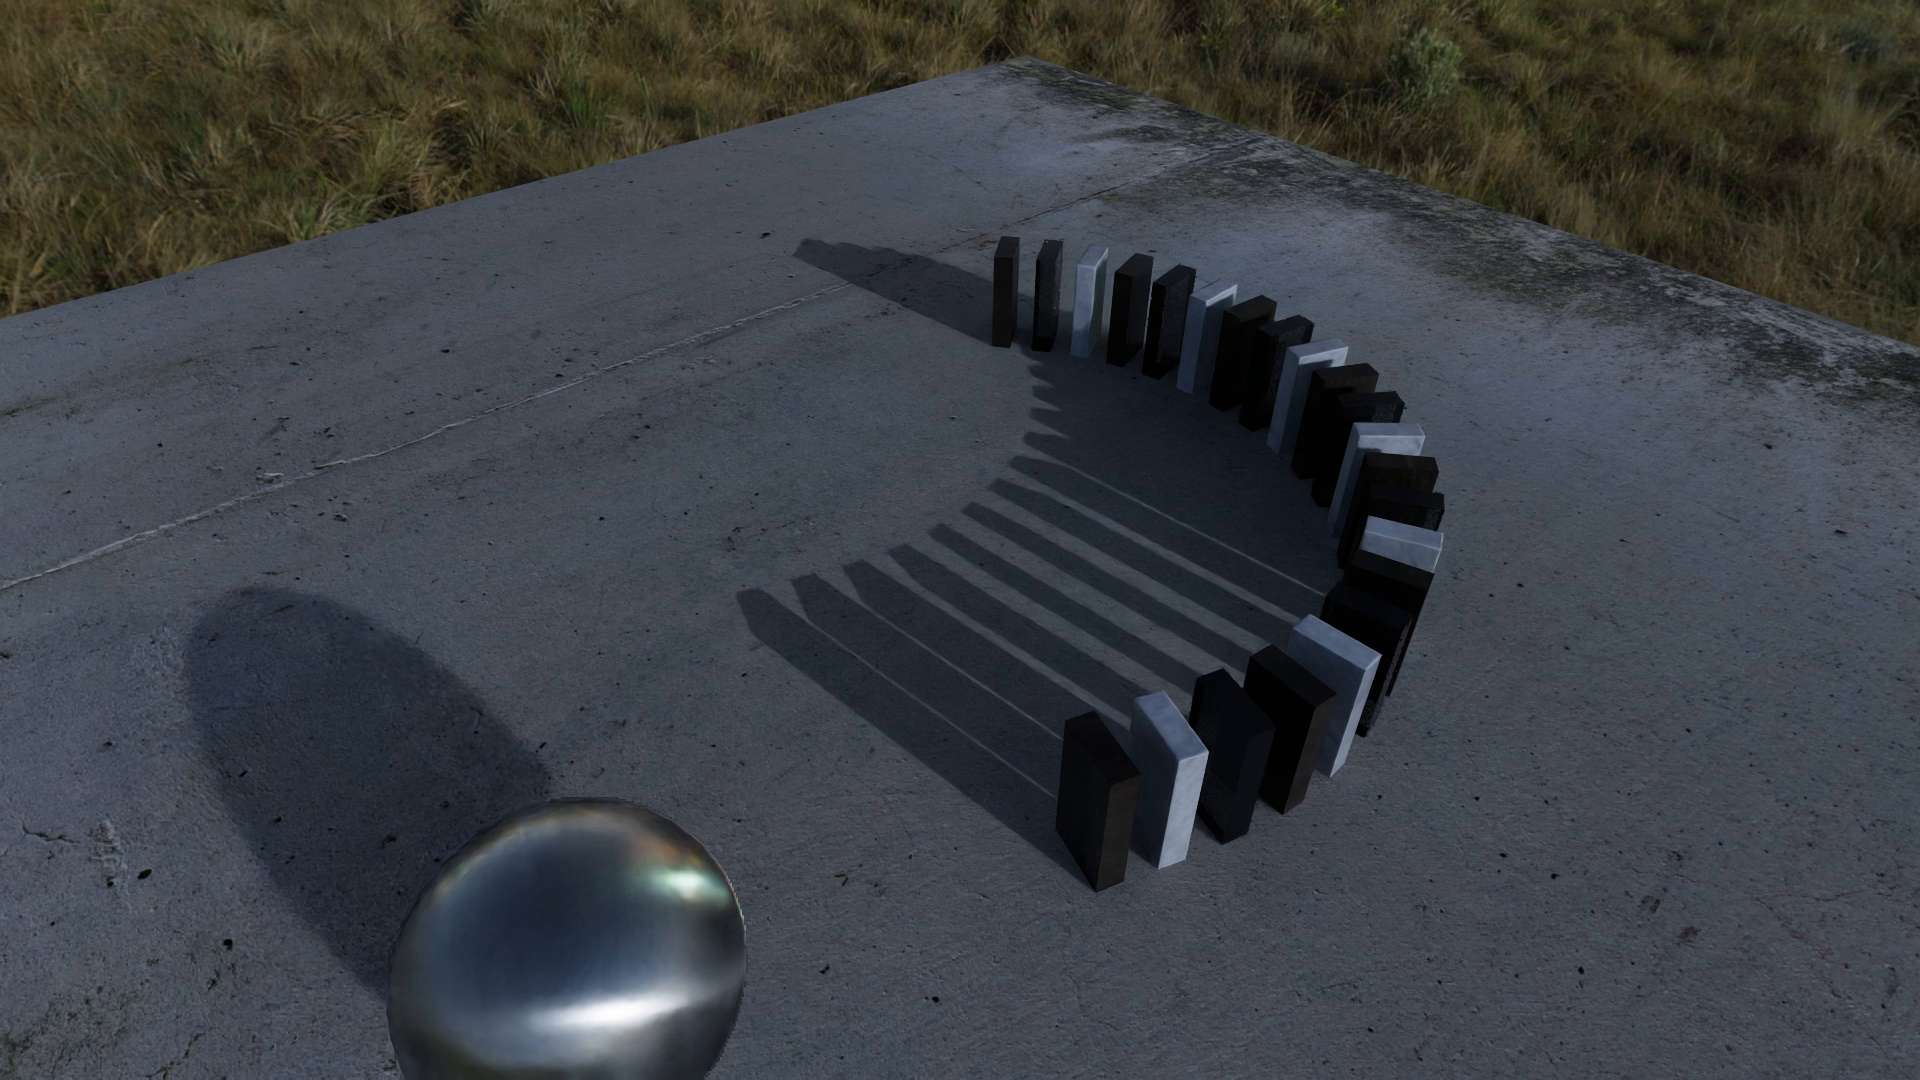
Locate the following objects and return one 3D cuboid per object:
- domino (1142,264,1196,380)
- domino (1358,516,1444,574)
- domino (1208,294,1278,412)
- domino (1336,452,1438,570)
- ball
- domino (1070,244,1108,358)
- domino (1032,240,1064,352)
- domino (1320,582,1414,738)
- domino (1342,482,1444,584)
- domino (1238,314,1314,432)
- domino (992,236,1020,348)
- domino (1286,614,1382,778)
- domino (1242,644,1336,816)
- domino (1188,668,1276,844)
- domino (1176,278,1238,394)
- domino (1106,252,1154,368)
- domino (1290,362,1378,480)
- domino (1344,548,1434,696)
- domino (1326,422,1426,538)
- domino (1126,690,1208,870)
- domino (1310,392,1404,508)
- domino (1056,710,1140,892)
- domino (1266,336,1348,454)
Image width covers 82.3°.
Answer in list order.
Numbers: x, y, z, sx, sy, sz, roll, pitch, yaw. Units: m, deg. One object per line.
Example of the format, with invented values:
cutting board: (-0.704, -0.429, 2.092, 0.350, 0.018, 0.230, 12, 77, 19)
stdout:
domino: (0.103, -0.107, 0.542, 0.009, 0.050, 0.025, 27, 46, 29)
domino: (0.152, 0.017, 0.391, 0.025, 0.050, 0.009, 15, 42, 18)
domino: (0.133, -0.088, 0.518, 0.025, 0.050, 0.009, -25, 45, -27)
domino: (0.164, -0.010, 0.423, 0.025, 0.050, 0.010, 6, 40, 7)
ball: (-0.092, 0.103, 0.263, 0.080, 0.080, 0.080, 0, 39, 0)
domino: (0.066, -0.121, 0.559, 0.010, 0.050, 0.025, 13, 41, 16)
domino: (0.045, -0.125, 0.564, 0.009, 0.050, 0.025, 8, 40, 10)
domino: (0.129, 0.040, 0.363, 0.025, 0.050, 0.009, 27, 46, 29)
domino: (0.159, 0.004, 0.407, 0.025, 0.050, 0.009, 10, 40, 13)
domino: (0.145, -0.076, 0.504, 0.025, 0.050, 0.010, -19, 43, -22)
domino: (0.024, -0.128, 0.567, 0.009, 0.050, 0.025, 7, 40, 8)
domino: (0.115, 0.050, 0.350, 0.010, 0.050, 0.025, -31, 49, -32)
domino: (0.098, 0.059, 0.339, 0.009, 0.050, 0.025, -24, 45, -26)
domino: (0.079, 0.066, 0.331, 0.010, 0.050, 0.025, -17, 42, -19)
domino: (0.119, -0.098, 0.531, 0.025, 0.050, 0.009, -32, 49, -33)
domino: (0.085, -0.115, 0.552, 0.010, 0.050, 0.025, 21, 44, 24)
domino: (0.161, -0.051, 0.473, 0.025, 0.050, 0.010, -9, 40, -11)
domino: (0.142, 0.029, 0.376, 0.025, 0.050, 0.009, 21, 44, 24)
domino: (0.166, -0.023, 0.440, 0.025, 0.050, 0.009, 1, 39, 1)
domino: (0.059, 0.071, 0.325, 0.010, 0.050, 0.025, -14, 41, -17)
domino: (0.164, -0.037, 0.457, 0.025, 0.050, 0.009, -4, 40, -5)
domino: (0.039, 0.076, 0.318, 0.009, 0.050, 0.025, -16, 42, -19)
domino: (0.154, -0.064, 0.489, 0.025, 0.050, 0.010, -14, 41, -17)
